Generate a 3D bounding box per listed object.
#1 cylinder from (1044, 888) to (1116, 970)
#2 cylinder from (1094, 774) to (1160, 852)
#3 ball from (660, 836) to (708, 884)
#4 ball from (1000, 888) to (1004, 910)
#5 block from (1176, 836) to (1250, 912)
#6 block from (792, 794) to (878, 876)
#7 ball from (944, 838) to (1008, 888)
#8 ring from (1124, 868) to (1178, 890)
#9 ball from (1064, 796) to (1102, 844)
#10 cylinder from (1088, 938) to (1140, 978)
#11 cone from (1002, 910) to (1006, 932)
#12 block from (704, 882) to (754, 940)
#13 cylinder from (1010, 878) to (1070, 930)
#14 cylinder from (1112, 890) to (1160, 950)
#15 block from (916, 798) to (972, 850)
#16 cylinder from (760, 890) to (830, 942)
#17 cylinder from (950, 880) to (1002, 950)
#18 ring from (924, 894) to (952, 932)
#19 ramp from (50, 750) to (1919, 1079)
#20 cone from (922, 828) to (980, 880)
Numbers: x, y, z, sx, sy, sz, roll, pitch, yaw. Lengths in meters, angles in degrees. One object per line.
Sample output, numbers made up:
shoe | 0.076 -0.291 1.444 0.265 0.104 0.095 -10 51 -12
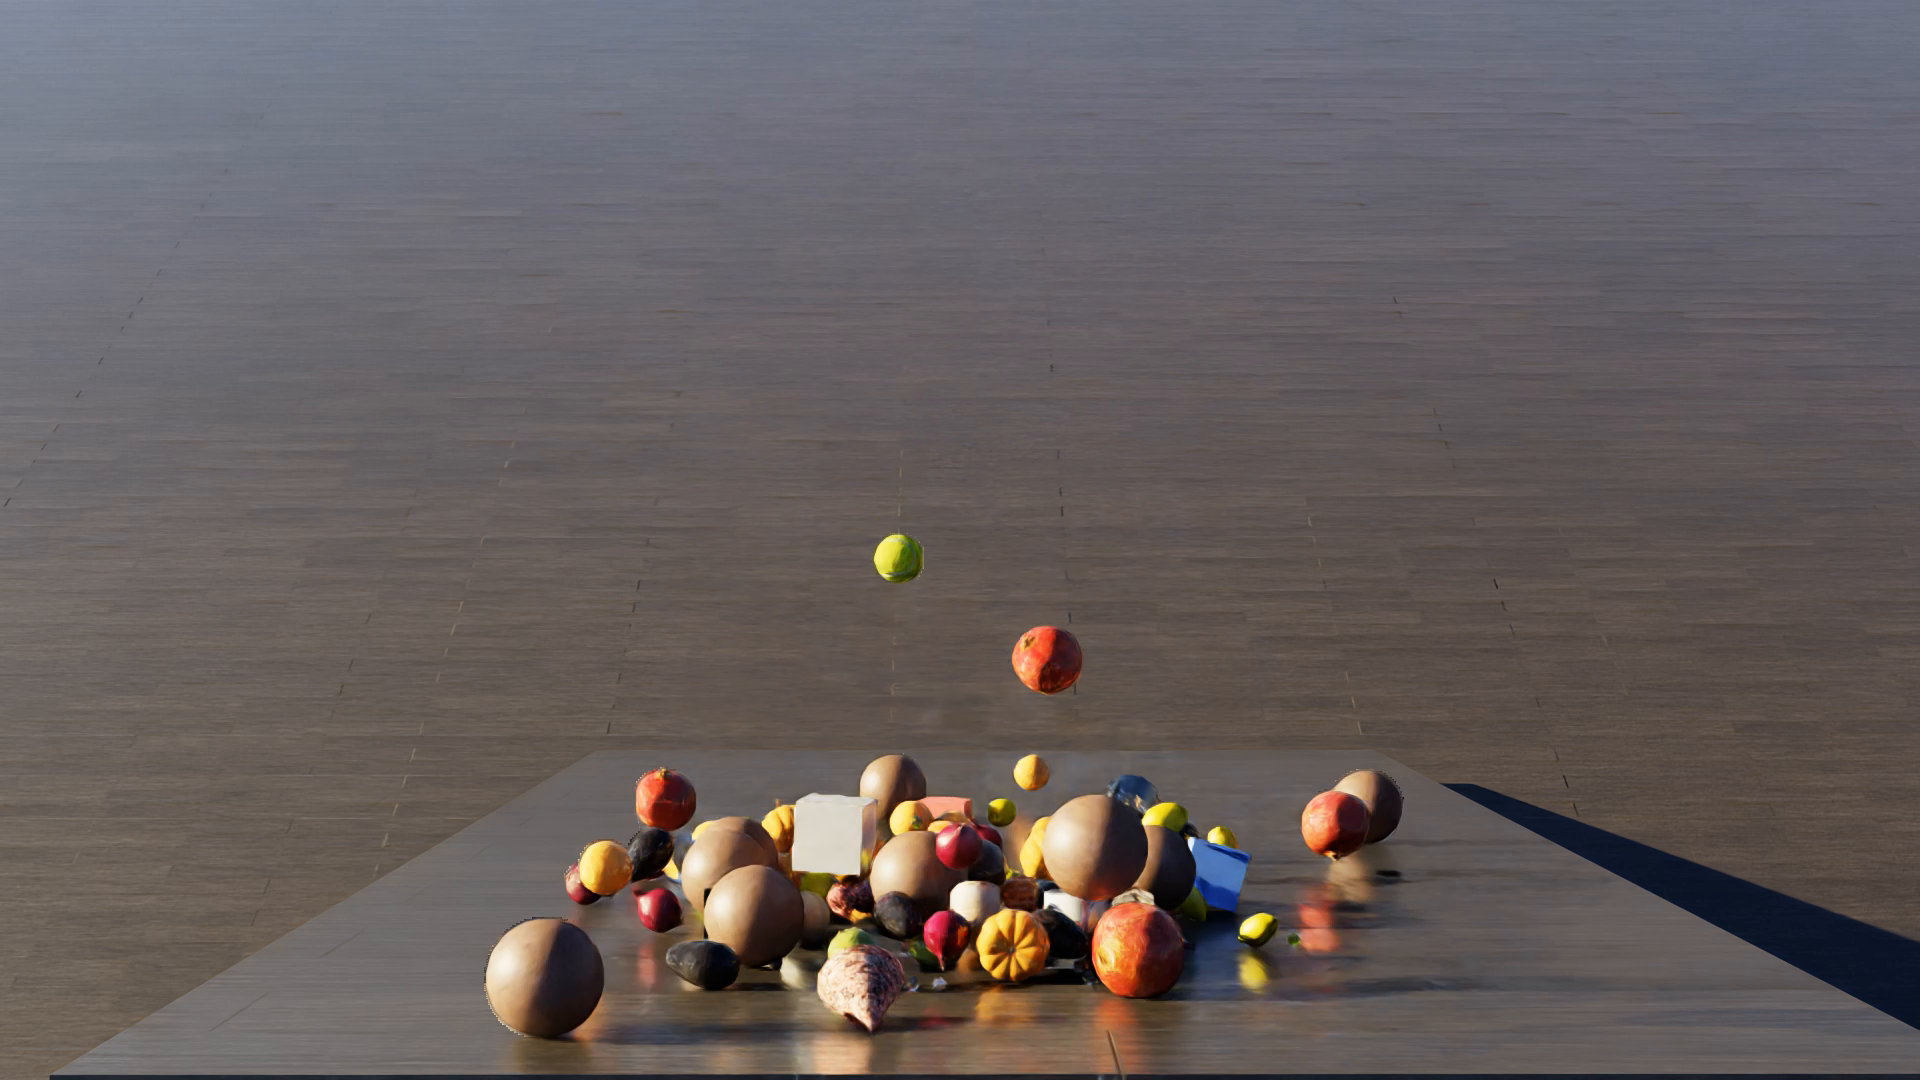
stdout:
cylinder | 0.154 0.498 3.323 0.092 0.092 0.092 0 -1 0
cylinder | 0.264 0.431 4.091 0.088 0.088 0.088 8 27 13
ball | -0.437 0.507 4.098 0.075 0.075 0.075 0 30 0
ball | 0.029 0.510 3.661 0.070 0.070 0.070 0 30 0
block | 0.371 0.492 3.813 0.084 0.084 0.084 15 -1 1
block | -0.172 0.406 3.572 0.095 0.095 0.095 3 2 10
ball | 0.021 0.445 3.500 0.086 0.086 0.086 0 30 0
ring | 0.300 0.531 4.051 0.084 0.028 0.084 -1 -1 0
ball | 0.229 0.501 4.635 0.086 0.086 0.086 0 30 0
cylinder | 0.192 0.544 3.262 0.060 0.060 0.060 6 23 -3
cone | 0.022 0.532 3.603 0.059 0.059 0.059 -32 13 33
block | -0.319 0.511 3.573 0.069 0.069 0.069 0 0 -5
cylinder | 0.117 0.510 3.612 0.070 0.070 0.070 -19 8 -30
cylinder | 0.224 0.482 3.288 0.054 0.054 0.054 -8 27 4
block | -0.027 0.501 4.567 0.085 0.085 0.085 0 0 12
cylinder | -0.222 0.506 3.478 0.069 0.069 0.069 18 -1 29
cylinder | 0.021 0.476 3.284 0.065 0.065 0.065 -1 53 -2
ring | -0.016 0.510 3.508 0.027 0.080 0.080 -51 45 -5
ramp | 0.066 0.594 4.648 2.000 0.100 4.000 0 0 0
cone | 0.001 0.522 4.082 0.100 0.100 0.100 -7 28 -12
